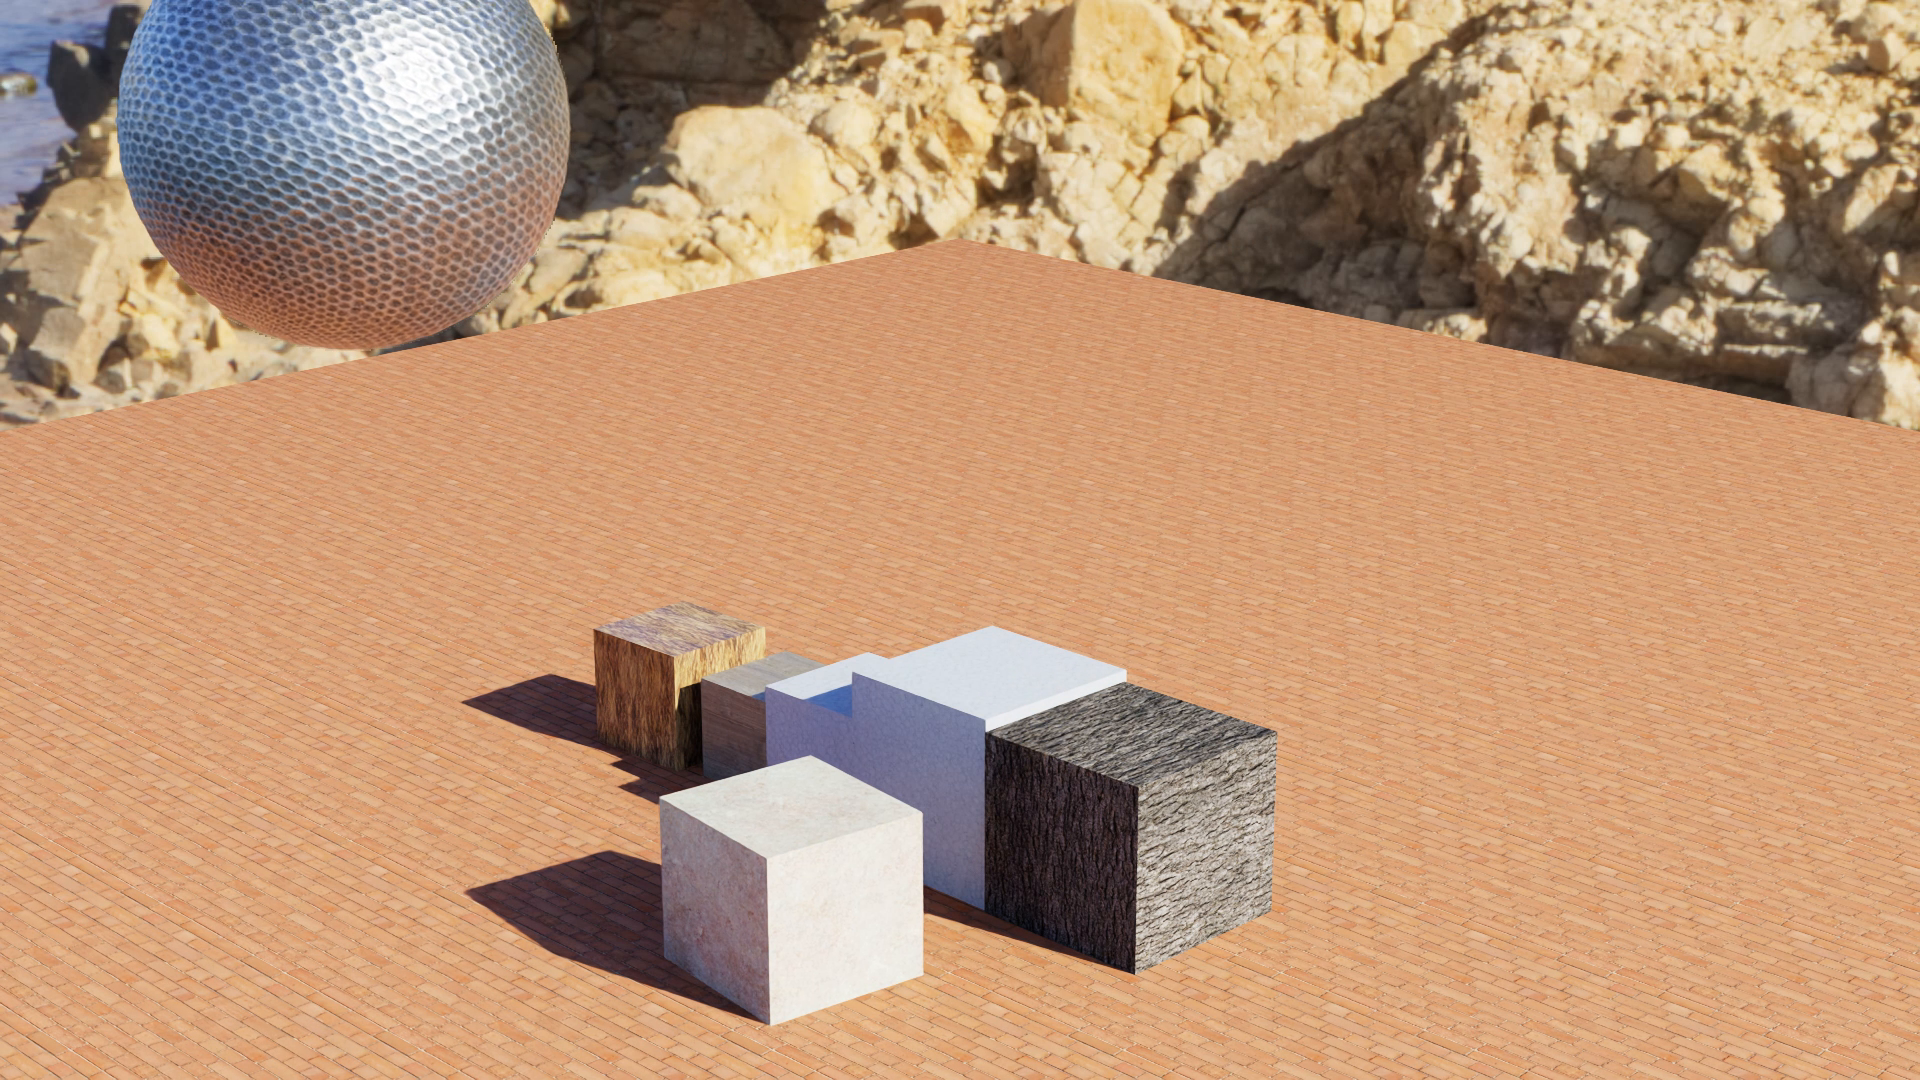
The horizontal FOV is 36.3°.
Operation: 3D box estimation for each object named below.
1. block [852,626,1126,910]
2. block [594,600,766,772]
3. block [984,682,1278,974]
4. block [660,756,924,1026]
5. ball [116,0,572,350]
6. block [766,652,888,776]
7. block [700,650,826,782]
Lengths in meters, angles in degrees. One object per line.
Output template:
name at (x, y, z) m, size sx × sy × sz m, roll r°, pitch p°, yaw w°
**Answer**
block at (0.134, 1.031, 13.546) m, size 0.910 × 0.910 × 0.867 m, roll -16°, pitch 24°, yaw -42°
block at (-1.426, 0.737, 14.985) m, size 0.617 × 0.609 × 0.615 m, roll 16°, pitch 23°, yaw 41°
block at (0.749, 1.248, 12.943) m, size 0.911 × 0.858 × 0.899 m, roll -17°, pitch 24°, yaw -42°
block at (-0.715, 1.468, 12.431) m, size 0.781 × 0.746 × 0.815 m, roll -13°, pitch 22°, yaw -36°
ball at (-2.208, -1.485, 10.561) m, size 1.600 × 1.600 × 1.600 m, roll 0°, pitch 17°, yaw 0°
block at (-0.449, 1.001, 14.099) m, size 0.685 × 0.636 × 0.678 m, roll 17°, pitch 24°, yaw 42°
block at (-0.887, 0.924, 14.540) m, size 0.565 × 0.518 × 0.543 m, roll -17°, pitch 24°, yaw -42°
